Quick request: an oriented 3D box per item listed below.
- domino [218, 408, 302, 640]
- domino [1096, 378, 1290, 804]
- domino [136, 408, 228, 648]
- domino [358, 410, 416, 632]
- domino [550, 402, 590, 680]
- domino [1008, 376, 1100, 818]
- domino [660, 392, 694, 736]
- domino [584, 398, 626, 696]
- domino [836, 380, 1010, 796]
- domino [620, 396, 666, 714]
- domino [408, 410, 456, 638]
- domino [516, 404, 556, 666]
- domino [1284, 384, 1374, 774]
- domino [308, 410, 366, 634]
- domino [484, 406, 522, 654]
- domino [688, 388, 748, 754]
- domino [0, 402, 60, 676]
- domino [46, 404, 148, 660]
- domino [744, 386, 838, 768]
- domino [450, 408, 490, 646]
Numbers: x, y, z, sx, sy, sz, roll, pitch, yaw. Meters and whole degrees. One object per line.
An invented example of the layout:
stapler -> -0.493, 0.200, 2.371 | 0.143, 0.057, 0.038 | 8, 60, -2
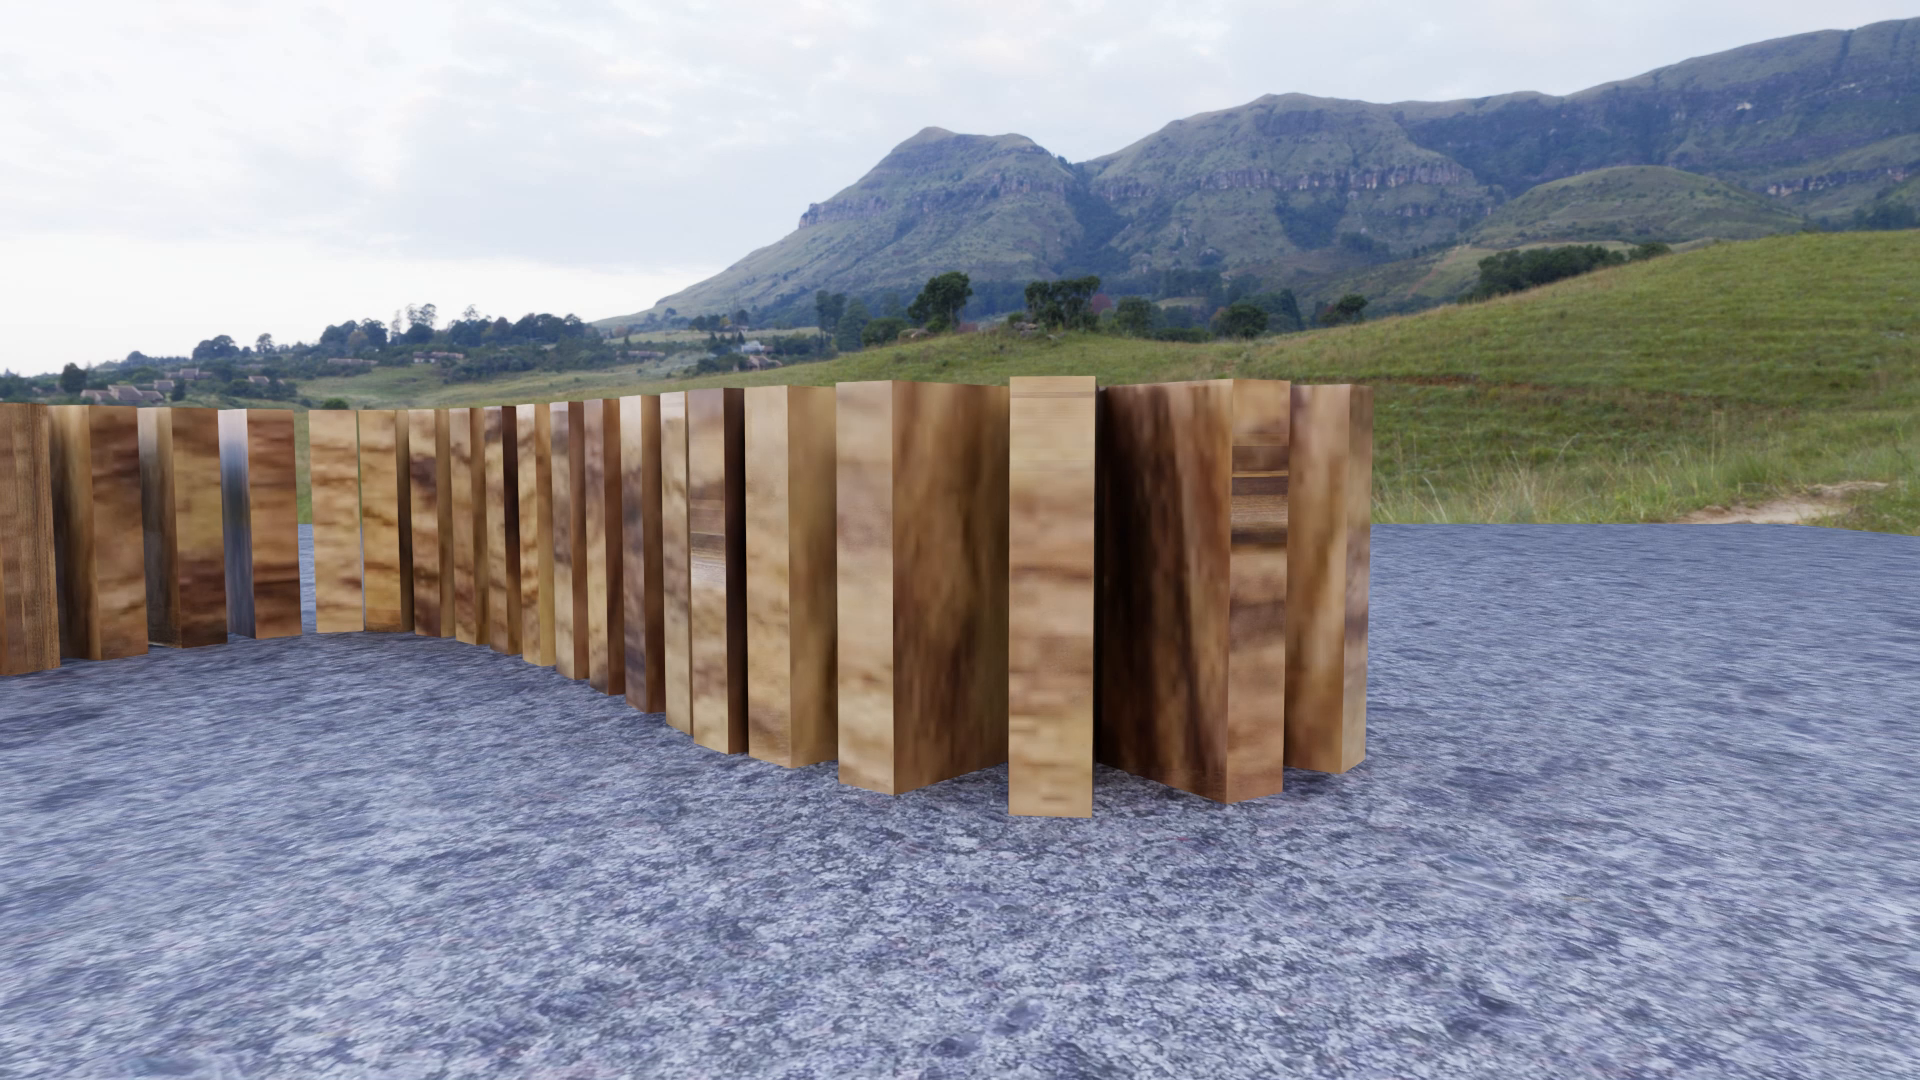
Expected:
domino -> -0.159, -0.004, 0.290 | 0.025, 0.050, 0.009 | 4, 6, 43
domino -> 0.029, 0.005, 0.163 | 0.010, 0.050, 0.025 | -3, 5, -33
domino -> -0.170, -0.003, 0.275 | 0.025, 0.050, 0.010 | 3, 5, 31
domino -> -0.127, -0.005, 0.301 | 0.010, 0.050, 0.025 | 1, 4, 15
domino -> -0.062, -0.001, 0.241 | 0.025, 0.050, 0.009 | -3, 5, -36
domino -> 0.012, 0.006, 0.157 | 0.010, 0.050, 0.025 | 1, 4, 7
domino -> -0.032, 0.003, 0.196 | 0.025, 0.050, 0.010 | -3, 5, -34
domino -> -0.052, 0.001, 0.226 | 0.025, 0.050, 0.010 | -3, 5, -35
domino -> -0.004, 0.005, 0.166 | 0.009, 0.050, 0.025 | 4, 6, 40
domino -> -0.042, 0.002, 0.211 | 0.025, 0.050, 0.010 | -3, 5, -34
domino -> -0.111, -0.004, 0.293 | 0.009, 0.050, 0.025 | 3, 5, 33
domino -> -0.073, -0.002, 0.255 | 0.025, 0.050, 0.009 | -3, 5, -39
domino -> 0.042, 0.004, 0.175 | 0.025, 0.050, 0.010 | 3, 5, 35
domino -> -0.145, -0.005, 0.300 | 0.010, 0.050, 0.025 | -2, 5, -22
domino -> -0.085, -0.003, 0.269 | 0.025, 0.050, 0.009 | -4, 6, -41
domino -> -0.025, 0.004, 0.186 | 0.025, 0.050, 0.009 | -4, 6, -41
domino -> -0.185, -0.001, 0.243 | 0.025, 0.050, 0.010 | 2, 5, 20
domino -> -0.178, -0.002, 0.259 | 0.025, 0.050, 0.009 | 2, 5, 24
domino -> -0.017, 0.004, 0.178 | 0.025, 0.050, 0.010 | -4, 6, -44
domino -> -0.097, -0.004, 0.282 | 0.009, 0.050, 0.025 | 4, 6, 44
